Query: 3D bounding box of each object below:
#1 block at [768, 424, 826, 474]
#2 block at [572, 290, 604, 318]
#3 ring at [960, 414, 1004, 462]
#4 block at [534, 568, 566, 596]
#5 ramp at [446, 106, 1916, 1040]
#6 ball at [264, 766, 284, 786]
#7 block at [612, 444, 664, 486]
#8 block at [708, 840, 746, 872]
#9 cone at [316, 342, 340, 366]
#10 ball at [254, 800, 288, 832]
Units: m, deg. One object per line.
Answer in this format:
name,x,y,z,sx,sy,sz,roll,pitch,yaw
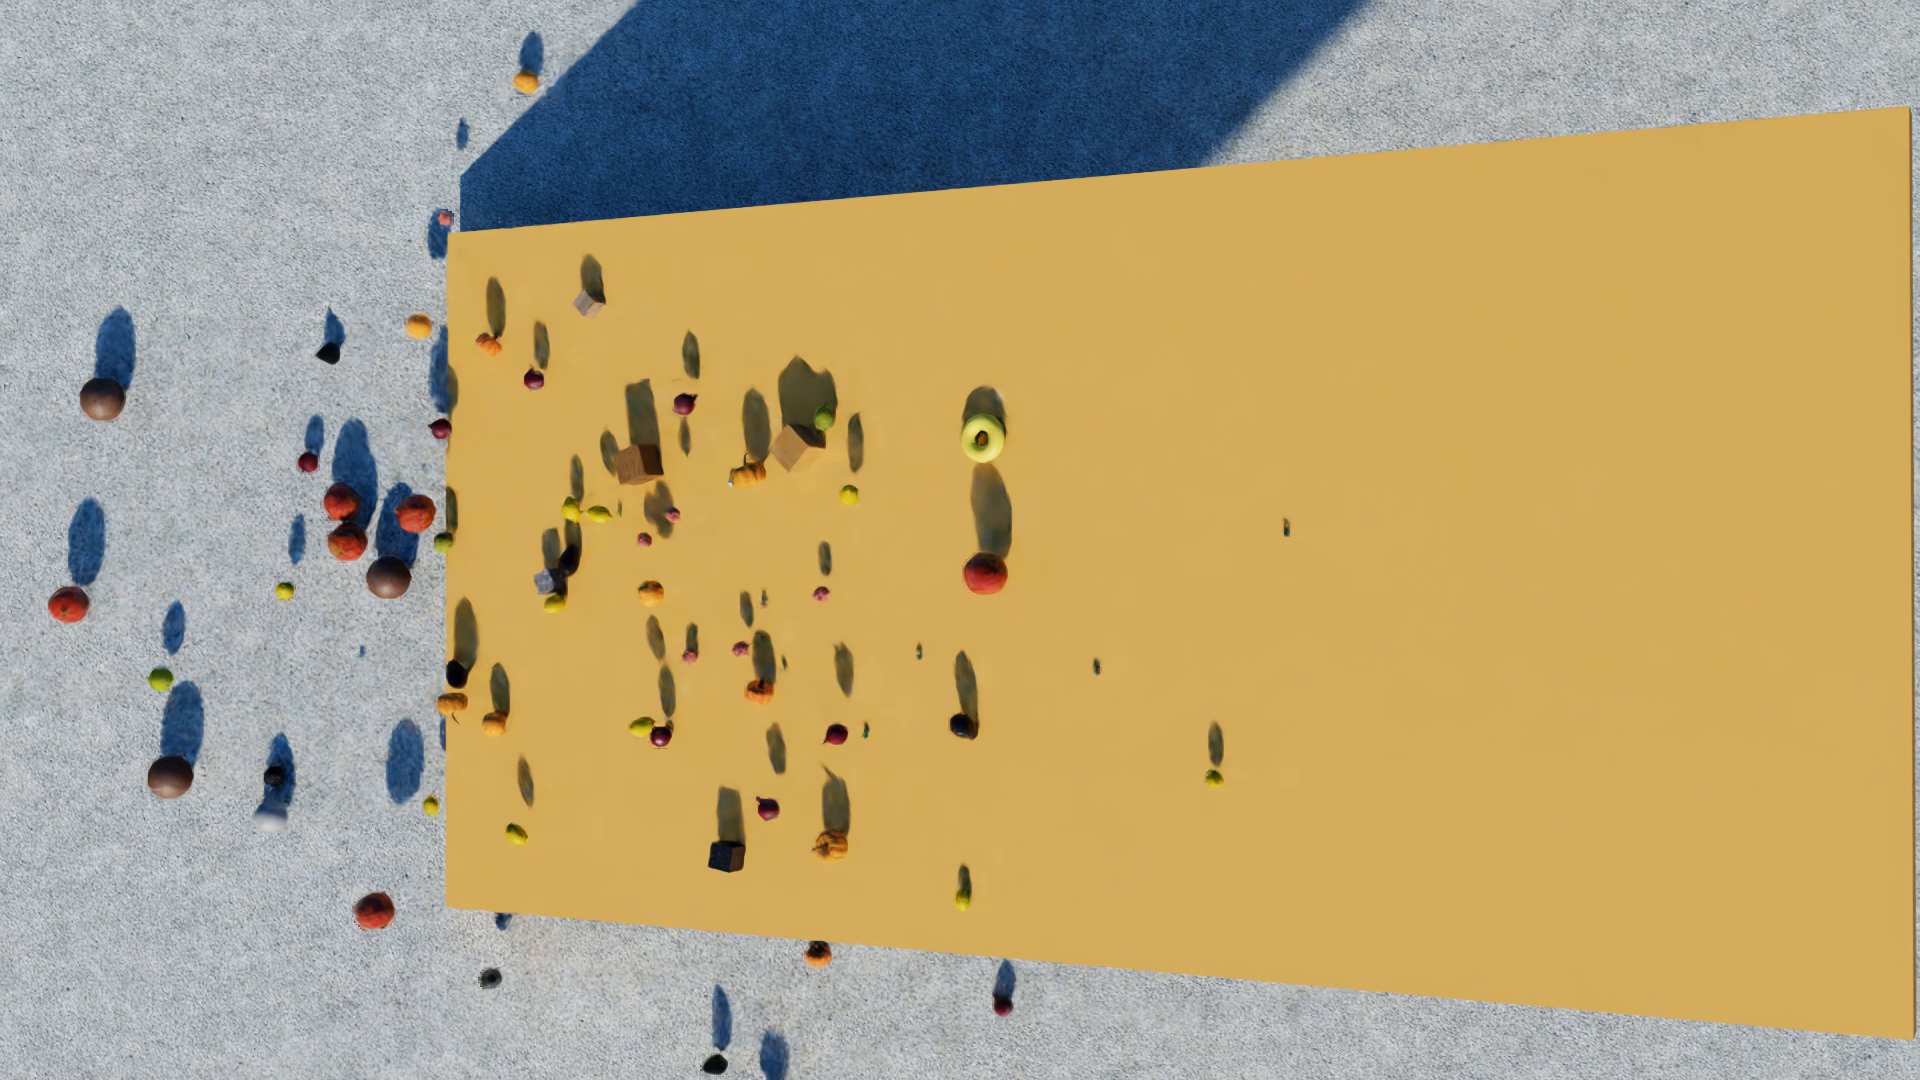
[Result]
block,-0.439,-0.246,5.926,0.092,0.092,0.092,47,109,20
block,-1.057,-0.673,6.268,0.054,0.054,0.054,48,109,19
ring,0.059,-0.264,5.699,0.127,0.042,0.127,0,91,31
block,-1.179,0.120,6.319,0.058,0.058,0.058,-24,79,25
ramp,0.278,0.079,5.663,4.000,0.100,2.000,0,89,27
ball,-2.053,0.709,6.582,0.060,0.060,0.060,0,89,0
block,-0.902,-0.211,6.164,0.090,0.090,0.090,-20,81,26
block,-0.638,0.867,6.028,0.069,0.069,0.069,10,94,27
cone,-1.906,-0.554,6.578,0.071,0.071,0.071,5,102,25
ball,-2.056,0.824,6.563,0.096,0.096,0.096,0,89,0
